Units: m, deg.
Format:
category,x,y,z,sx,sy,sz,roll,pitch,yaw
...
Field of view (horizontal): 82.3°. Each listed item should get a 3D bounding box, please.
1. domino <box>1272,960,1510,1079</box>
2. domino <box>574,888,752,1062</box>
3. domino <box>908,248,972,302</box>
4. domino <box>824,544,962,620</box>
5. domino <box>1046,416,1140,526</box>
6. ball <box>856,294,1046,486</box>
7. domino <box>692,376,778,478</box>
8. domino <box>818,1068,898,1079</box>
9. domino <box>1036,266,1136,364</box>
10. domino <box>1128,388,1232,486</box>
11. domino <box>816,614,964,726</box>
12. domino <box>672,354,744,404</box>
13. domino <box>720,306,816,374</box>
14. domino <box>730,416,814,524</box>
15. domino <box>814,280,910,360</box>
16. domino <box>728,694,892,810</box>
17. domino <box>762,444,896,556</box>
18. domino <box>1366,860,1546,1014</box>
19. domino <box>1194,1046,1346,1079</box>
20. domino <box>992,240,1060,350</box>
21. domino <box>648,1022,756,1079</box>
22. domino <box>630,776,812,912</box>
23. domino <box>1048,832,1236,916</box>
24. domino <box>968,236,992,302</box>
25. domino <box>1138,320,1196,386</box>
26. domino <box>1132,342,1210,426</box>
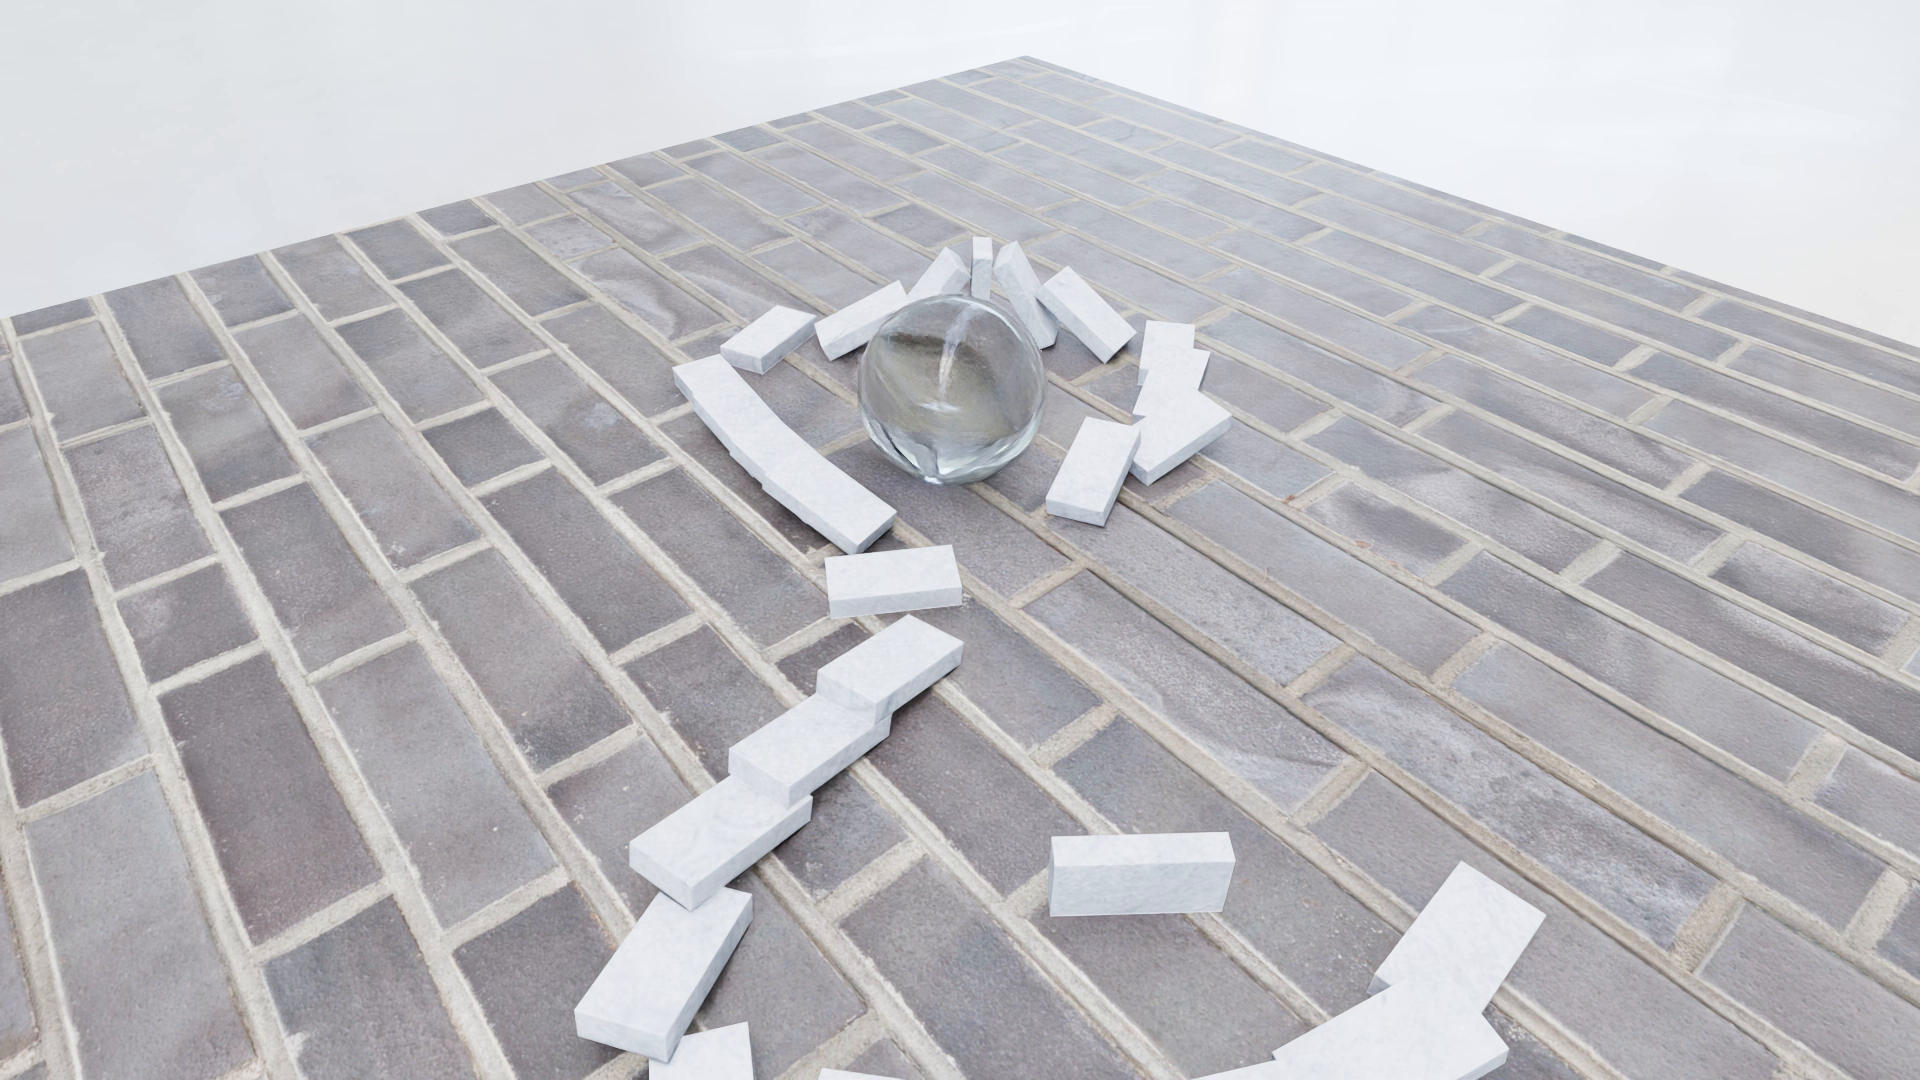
category,x,y,z,sx,sy,sz,roll,pitch,yaw
domino,0.107,0.130,0.276,0.050,0.009,0.025,-25,44,-7
domino,-0.078,0.113,0.296,0.025,0.010,0.050,10,27,12
domino,-0.016,-0.124,0.567,0.010,0.050,0.025,27,26,-34
domino,-0.026,0.016,0.424,0.050,0.010,0.025,-6,40,-7
domino,0.058,-0.030,0.470,0.025,0.010,0.050,15,55,20
ball,-0.004,-0.063,0.465,0.080,0.080,0.080,0,39,0
domino,-0.097,-0.052,0.498,0.025,0.010,0.050,-28,60,-30
domino,-0.013,0.143,0.260,0.050,0.010,0.025,-2,38,20
domino,0.065,-0.116,0.566,0.050,0.009,0.025,44,50,2
domino,0.094,-0.047,0.490,0.050,0.010,0.025,-33,53,-17
domino,-0.024,0.044,0.381,0.025,0.010,0.050,25,32,27
domino,-0.117,-0.072,0.531,0.025,0.009,0.050,-22,44,-24
domino,-0.099,-0.105,0.571,0.025,0.010,0.050,18,43,21
domino,-0.073,-0.031,0.472,0.050,0.010,0.025,40,53,21
domino,-0.049,-0.113,0.567,0.050,0.010,0.025,-27,41,4
domino,-0.048,0.065,0.355,0.025,0.009,0.050,24,32,27
domino,-0.054,-0.016,0.451,0.050,0.009,0.025,36,52,14
domino,0.138,0.114,0.304,0.050,0.009,0.025,-32,49,-33
domino,0.069,0.141,0.262,0.050,0.010,0.025,-15,40,4
domino,0.035,-0.126,0.567,0.010,0.050,0.025,-18,31,28
domino,-0.061,0.145,0.266,0.025,0.010,0.050,-9,40,-11
domino,-0.070,0.087,0.328,0.025,0.009,0.050,24,31,27
domino,0.051,0.096,0.314,0.050,0.025,0.010,-1,39,-1
domino,0.010,-0.127,0.566,0.010,0.050,0.025,3,39,-2
domino,0.105,-0.094,0.559,0.025,0.010,0.050,7,40,9
domino,0.100,-0.072,0.522,0.025,0.010,0.050,14,55,16
